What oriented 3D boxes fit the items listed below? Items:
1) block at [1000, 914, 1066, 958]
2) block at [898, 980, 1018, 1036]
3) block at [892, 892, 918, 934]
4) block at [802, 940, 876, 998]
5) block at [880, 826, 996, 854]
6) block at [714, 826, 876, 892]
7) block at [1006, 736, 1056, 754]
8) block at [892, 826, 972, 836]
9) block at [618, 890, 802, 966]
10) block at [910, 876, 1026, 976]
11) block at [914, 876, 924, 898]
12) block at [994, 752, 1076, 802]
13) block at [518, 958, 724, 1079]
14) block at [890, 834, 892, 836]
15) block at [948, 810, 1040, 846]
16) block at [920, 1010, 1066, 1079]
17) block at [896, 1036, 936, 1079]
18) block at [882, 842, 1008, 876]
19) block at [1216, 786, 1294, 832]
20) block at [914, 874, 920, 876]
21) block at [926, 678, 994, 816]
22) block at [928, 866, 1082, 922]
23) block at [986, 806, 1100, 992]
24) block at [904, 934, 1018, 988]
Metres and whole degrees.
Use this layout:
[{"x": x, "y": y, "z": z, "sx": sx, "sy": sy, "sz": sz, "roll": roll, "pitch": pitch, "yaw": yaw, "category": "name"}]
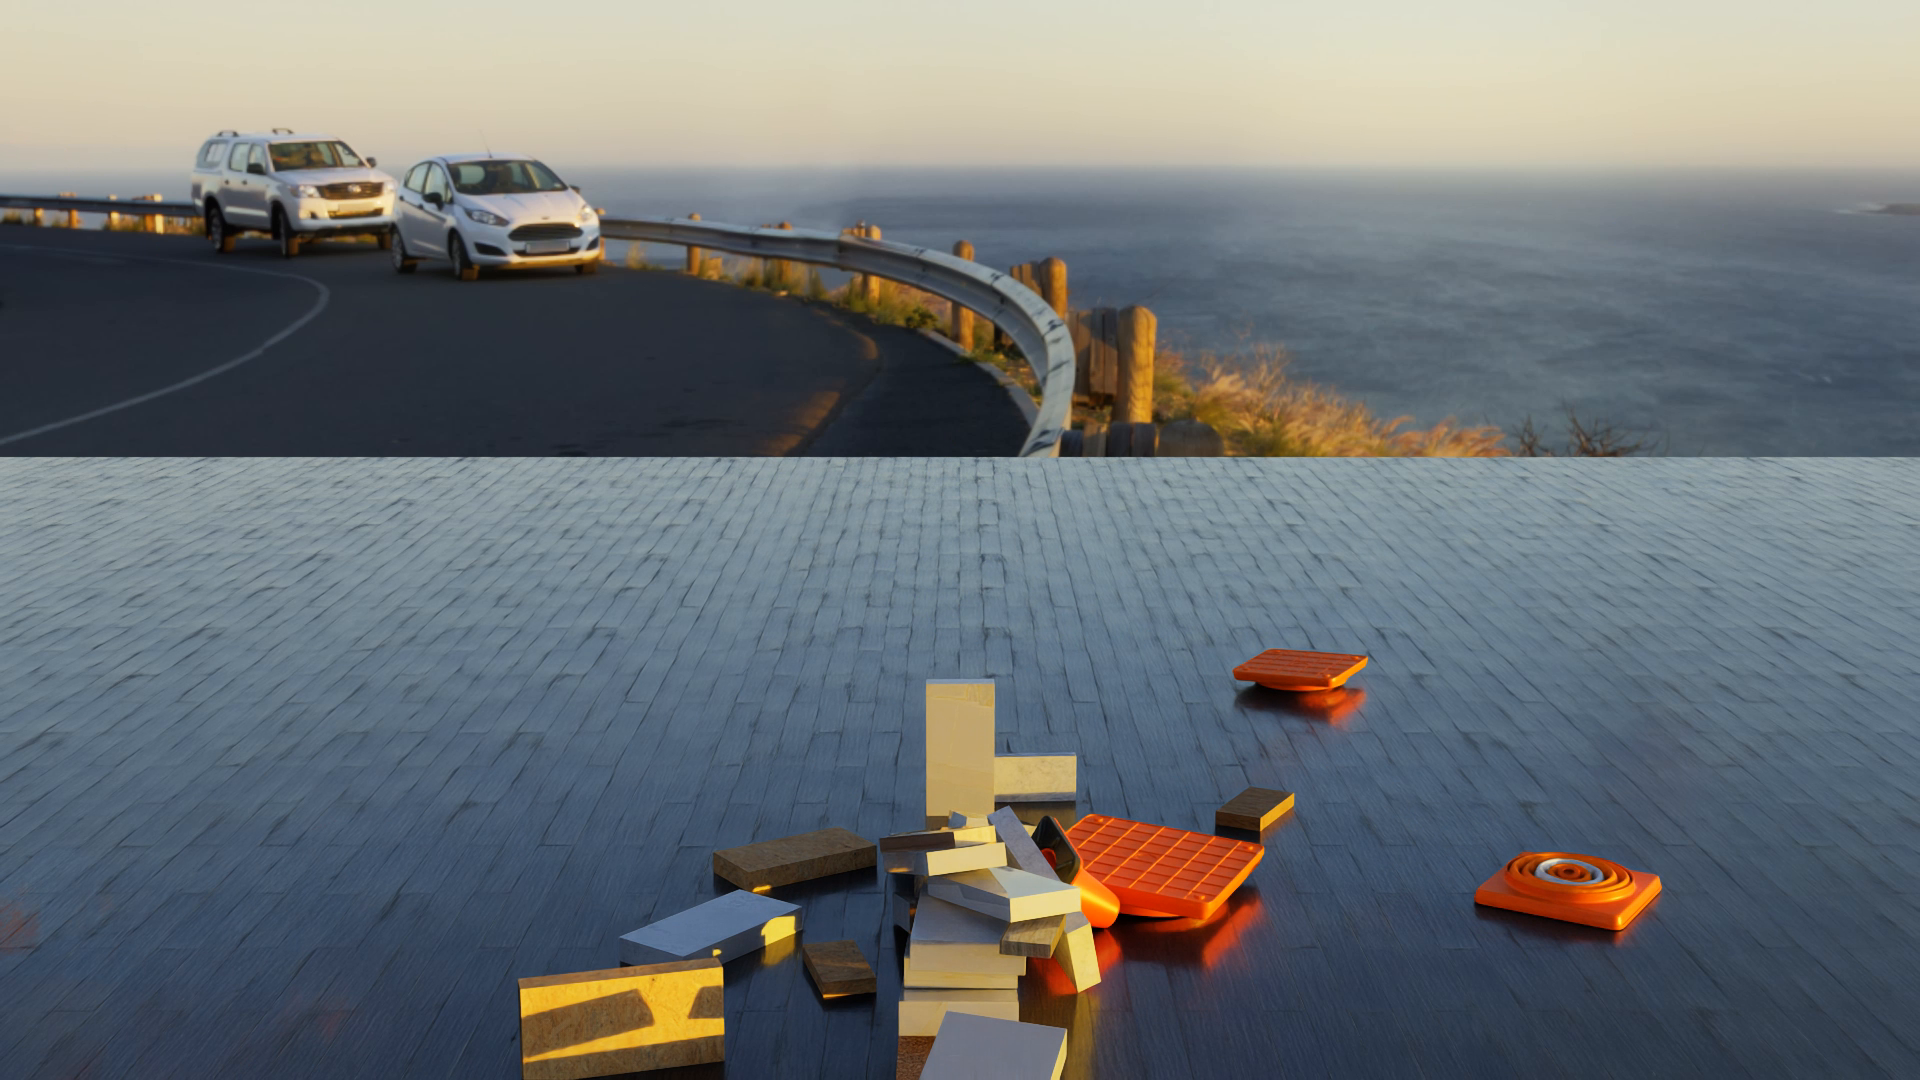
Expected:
[{"x": 0.098, "y": 0.528, "z": 2.954, "sx": 0.068, "sy": 0.019, "sz": 0.136, "roll": 3, "pitch": 9, "yaw": 11, "category": "block"}, {"x": -0.001, "y": 0.642, "z": 3.069, "sx": 0.159, "sy": 0.045, "sz": 0.318, "roll": 0, "pitch": -3, "yaw": 0, "category": "block"}, {"x": -0.014, "y": 0.573, "z": 3.391, "sx": 0.156, "sy": 0.044, "sz": 0.311, "roll": 1, "pitch": -6, "yaw": -6, "category": "block"}, {"x": -0.183, "y": 0.644, "z": 3.314, "sx": 0.080, "sy": 0.023, "sz": 0.160, "roll": -3, "pitch": 11, "yaw": -15, "category": "block"}, {"x": -0.033, "y": 0.432, "z": 3.171, "sx": 0.080, "sy": 0.023, "sz": 0.160, "roll": -1, "pitch": -8, "yaw": -44, "category": "block"}, {"x": -0.284, "y": 0.549, "z": 3.791, "sx": 0.252, "sy": 0.036, "sz": 0.126, "roll": -7, "pitch": 13, "yaw": -33, "category": "block"}, {"x": 0.146, "y": 0.433, "z": 4.447, "sx": 0.088, "sy": 0.025, "sz": 0.176, "roll": -1, "pitch": 11, "yaw": -4, "category": "block"}, {"x": -0.042, "y": 0.460, "z": 3.400, "sx": 0.080, "sy": 0.023, "sz": 0.160, "roll": -10, "pitch": -9, "yaw": 15, "category": "block"}, {"x": -0.387, "y": 0.614, "z": 3.434, "sx": 0.135, "sy": 0.038, "sz": 0.271, "roll": 8, "pitch": 13, "yaw": 36, "category": "block"}, {"x": 0.018, "y": 0.535, "z": 3.098, "sx": 0.156, "sy": 0.044, "sz": 0.311, "roll": 2, "pitch": 9, "yaw": 3, "category": "block"}, {"x": -0.005, "y": 0.545, "z": 3.515, "sx": 0.129, "sy": 0.037, "sz": 0.258, "roll": 0, "pitch": -6, "yaw": 0, "category": "block"}, {"x": 0.132, "y": 0.451, "z": 4.179, "sx": 0.175, "sy": 0.088, "sz": 0.025, "roll": -1, "pitch": 11, "yaw": -3, "category": "block"}, {"x": -0.457, "y": 0.650, "z": 2.975, "sx": 0.271, "sy": 0.135, "sz": 0.038, "roll": -3, "pitch": 11, "yaw": -17, "category": "block"}, {"x": -0.033, "y": 0.526, "z": 3.731, "sx": 0.129, "sy": 0.037, "sz": 0.258, "roll": 1, "pitch": -4, "yaw": -12, "category": "block"}, {"x": 0.056, "y": 0.501, "z": 3.822, "sx": 0.126, "sy": 0.036, "sz": 0.252, "roll": 9, "pitch": -5, "yaw": -6, "category": "block"}, {"x": 0.022, "y": 0.703, "z": 2.703, "sx": 0.159, "sy": 0.045, "sz": 0.318, "roll": 6, "pitch": 26, "yaw": 12, "category": "block"}, {"x": -0.003, "y": 0.714, "z": 2.881, "sx": 0.159, "sy": 0.045, "sz": 0.318, "roll": 0, "pitch": 11, "yaw": 0, "category": "block"}, {"x": -0.026, "y": 0.461, "z": 3.187, "sx": 0.112, "sy": 0.032, "sz": 0.286, "roll": -5, "pitch": -6, "yaw": -15, "category": "block"}, {"x": 0.549, "y": 0.499, "z": 4.090, "sx": 0.088, "sy": 0.025, "sz": 0.175, "roll": 6, "pitch": 12, "yaw": 28, "category": "block"}, {"x": -0.020, "y": 0.503, "z": 3.466, "sx": 0.129, "sy": 0.037, "sz": 0.258, "roll": 1, "pitch": -6, "yaw": -7, "category": "block"}, {"x": 0.000, "y": 0.385, "z": 4.082, "sx": 0.126, "sy": 0.252, "sz": 0.036, "roll": 0, "pitch": 11, "yaw": -1, "category": "block"}, {"x": 0.059, "y": 0.489, "z": 3.063, "sx": 0.113, "sy": 0.032, "sz": 0.225, "roll": -4, "pitch": 3, "yaw": -30, "category": "block"}, {"x": 0.125, "y": 0.537, "z": 3.307, "sx": 0.038, "sy": 0.135, "sz": 0.271, "roll": -23, "pitch": 41, "yaw": -13, "category": "block"}, {"x": 0.001, "y": 0.602, "z": 3.175, "sx": 0.156, "sy": 0.044, "sz": 0.311, "roll": 0, "pitch": -3, "yaw": 0, "category": "block"}]
